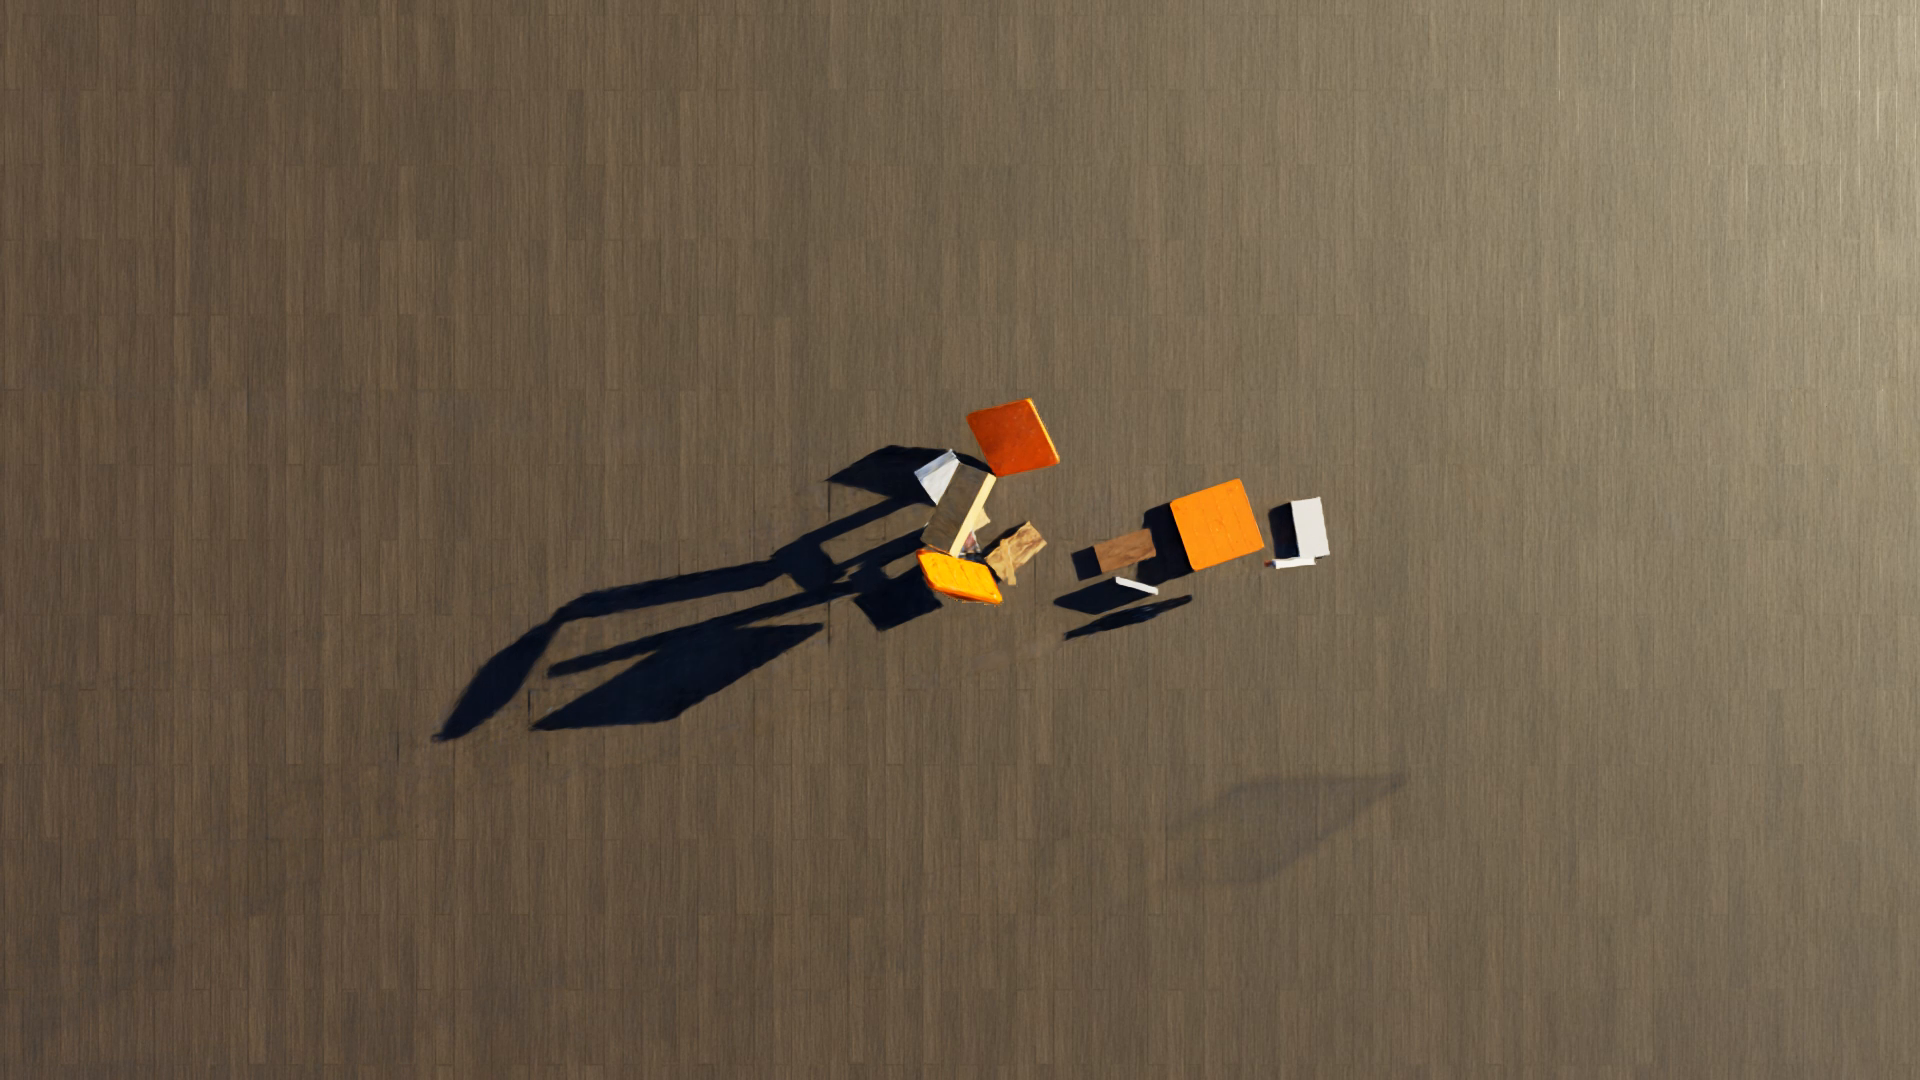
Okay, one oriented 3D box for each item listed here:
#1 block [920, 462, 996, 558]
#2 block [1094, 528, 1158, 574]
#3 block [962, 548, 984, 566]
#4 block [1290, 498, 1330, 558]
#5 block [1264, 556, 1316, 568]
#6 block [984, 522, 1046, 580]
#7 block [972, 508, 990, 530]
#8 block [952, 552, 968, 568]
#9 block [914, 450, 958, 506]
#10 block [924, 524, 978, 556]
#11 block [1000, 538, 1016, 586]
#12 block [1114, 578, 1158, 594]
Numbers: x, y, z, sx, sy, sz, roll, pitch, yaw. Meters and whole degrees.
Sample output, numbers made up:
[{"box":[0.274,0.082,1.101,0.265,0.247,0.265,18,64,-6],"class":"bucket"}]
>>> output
[{"box":[-0.007,-0.092,4.956,0.134,0.038,0.267,23,85,44],"class":"block"},{"box":[0.549,0.035,5.486,0.193,0.027,0.096,-18,90,0],"class":"block"},{"box":[0.031,0.024,5.386,0.055,0.016,0.111,-28,96,0],"class":"block"},{"box":[1.163,-0.039,5.486,0.096,0.027,0.193,-10,90,0],"class":"block"},{"box":[1.064,0.072,5.321,0.142,0.071,0.020,-6,94,-18],"class":"block"},{"box":[0.185,0.037,5.486,0.193,0.027,0.096,-40,90,0],"class":"block"},{"box":[0.018,-0.110,5.313,0.084,0.024,0.168,-31,95,2],"class":"block"},{"box":[-0.001,0.056,5.449,0.055,0.111,0.016,-4,123,0],"class":"block"},{"box":[-0.037,-0.174,5.174,0.134,0.267,0.038,-31,60,3],"class":"block"},{"box":[-0.025,-0.010,5.208,0.134,0.333,0.038,-11,77,3],"class":"block"},{"box":[0.157,0.072,5.370,0.020,0.071,0.142,-11,99,5],"class":"block"},{"box":[0.582,0.151,5.464,0.142,0.071,0.020,15,89,0],"class":"block"}]
